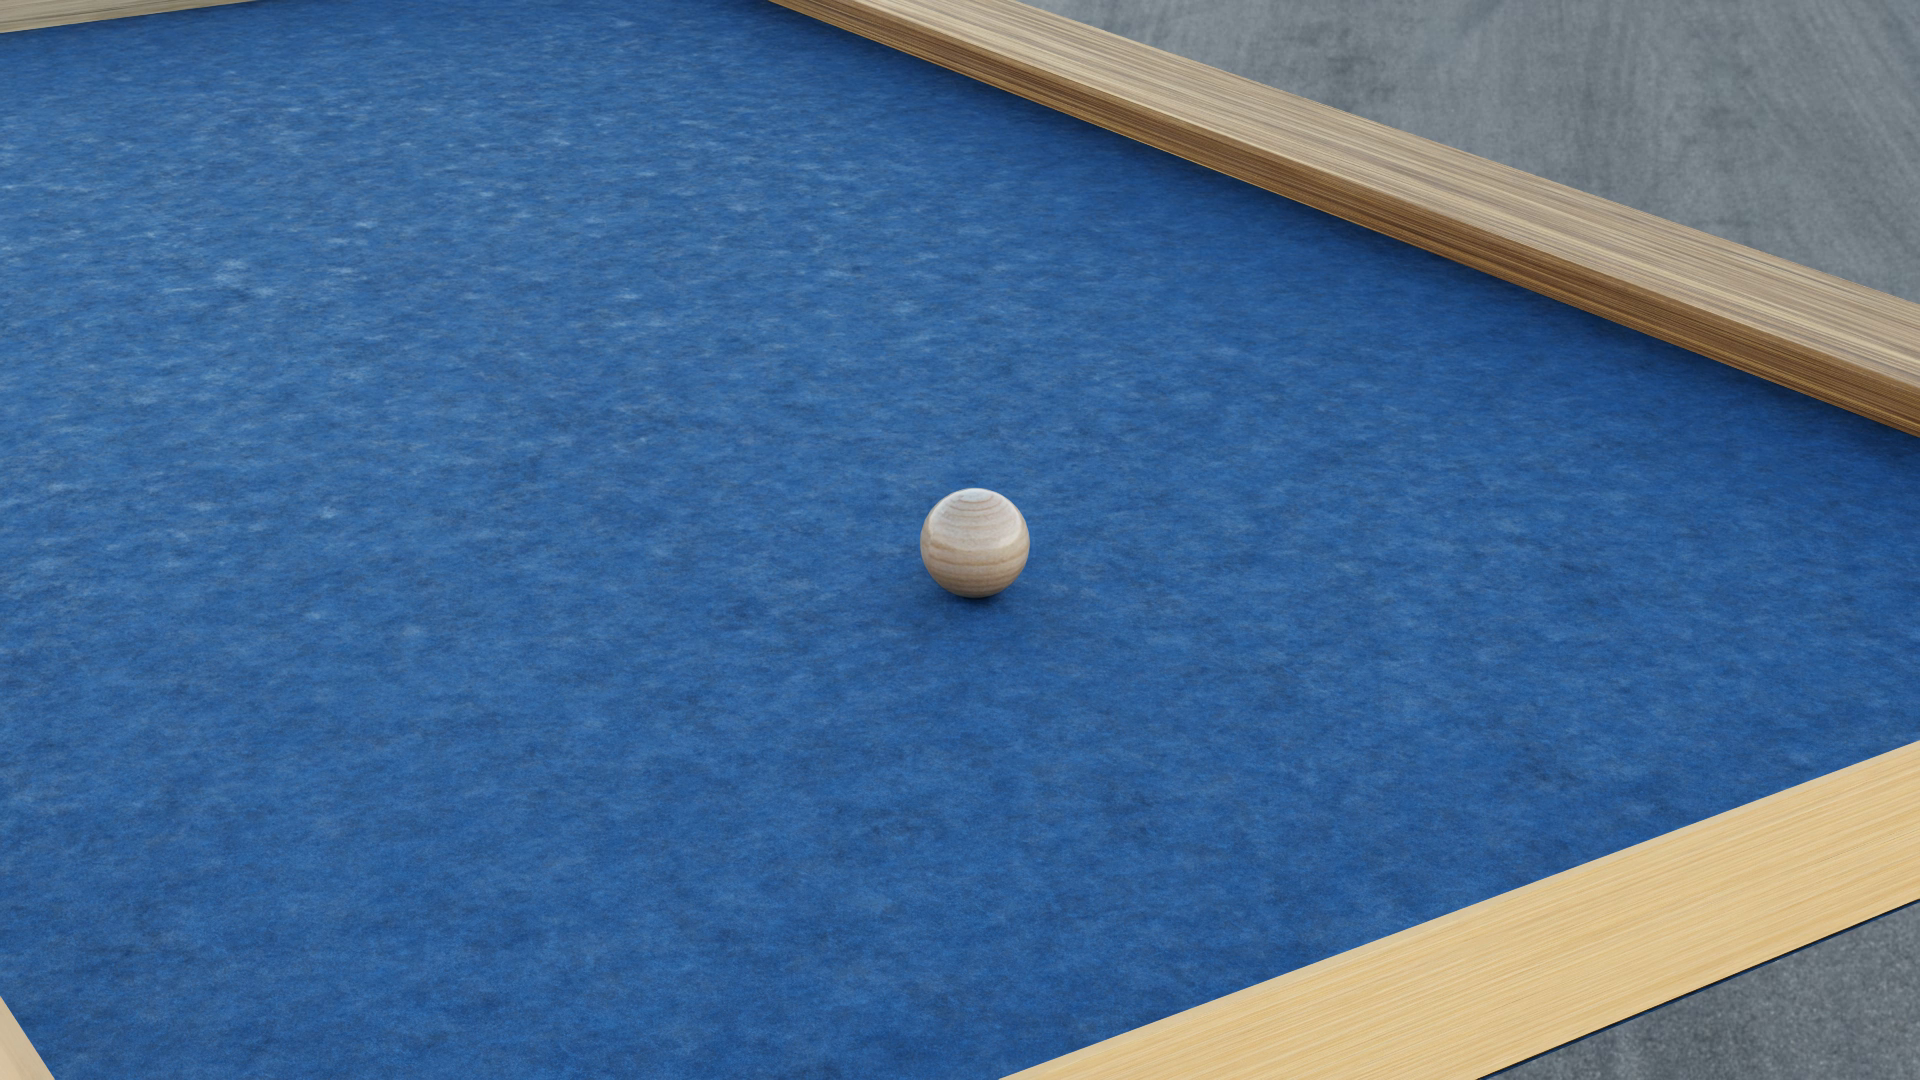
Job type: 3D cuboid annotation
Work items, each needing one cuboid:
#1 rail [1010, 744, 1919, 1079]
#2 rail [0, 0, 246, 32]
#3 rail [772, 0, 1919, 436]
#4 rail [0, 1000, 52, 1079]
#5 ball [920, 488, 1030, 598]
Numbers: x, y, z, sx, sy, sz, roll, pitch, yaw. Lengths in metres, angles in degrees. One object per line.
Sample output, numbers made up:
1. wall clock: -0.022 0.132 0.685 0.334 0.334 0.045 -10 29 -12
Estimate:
1. rail: 0.399 0.217 1.742 1.775 0.117 0.045 -14 27 -30
2. rail: -1.223 -0.762 4.035 1.775 0.117 0.045 -14 27 -30
3. rail: 0.312 -0.457 3.322 0.045 0.117 3.022 -14 27 -30
4. rail: -1.136 -0.088 2.456 0.045 0.117 3.022 -14 27 -30
5. ball: 0.012 0.002 2.288 0.086 0.086 0.086 0 23 0
